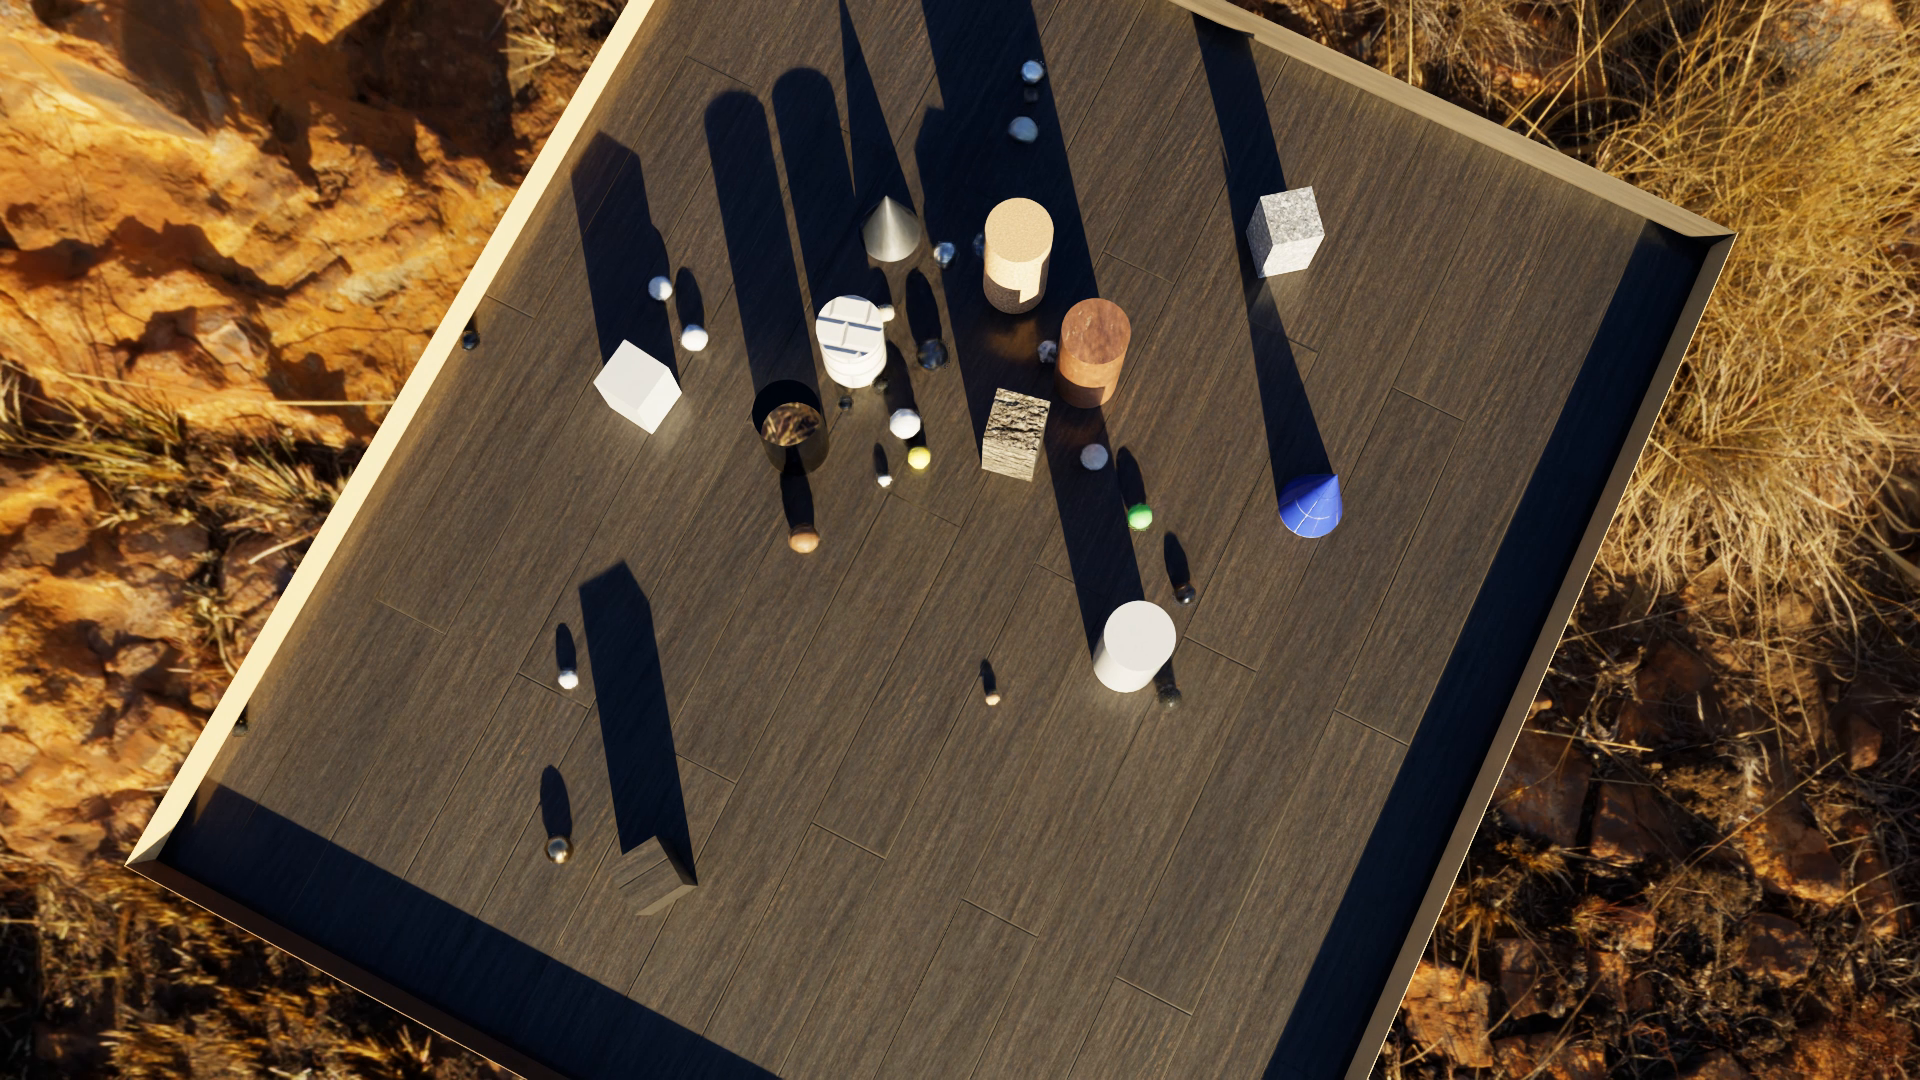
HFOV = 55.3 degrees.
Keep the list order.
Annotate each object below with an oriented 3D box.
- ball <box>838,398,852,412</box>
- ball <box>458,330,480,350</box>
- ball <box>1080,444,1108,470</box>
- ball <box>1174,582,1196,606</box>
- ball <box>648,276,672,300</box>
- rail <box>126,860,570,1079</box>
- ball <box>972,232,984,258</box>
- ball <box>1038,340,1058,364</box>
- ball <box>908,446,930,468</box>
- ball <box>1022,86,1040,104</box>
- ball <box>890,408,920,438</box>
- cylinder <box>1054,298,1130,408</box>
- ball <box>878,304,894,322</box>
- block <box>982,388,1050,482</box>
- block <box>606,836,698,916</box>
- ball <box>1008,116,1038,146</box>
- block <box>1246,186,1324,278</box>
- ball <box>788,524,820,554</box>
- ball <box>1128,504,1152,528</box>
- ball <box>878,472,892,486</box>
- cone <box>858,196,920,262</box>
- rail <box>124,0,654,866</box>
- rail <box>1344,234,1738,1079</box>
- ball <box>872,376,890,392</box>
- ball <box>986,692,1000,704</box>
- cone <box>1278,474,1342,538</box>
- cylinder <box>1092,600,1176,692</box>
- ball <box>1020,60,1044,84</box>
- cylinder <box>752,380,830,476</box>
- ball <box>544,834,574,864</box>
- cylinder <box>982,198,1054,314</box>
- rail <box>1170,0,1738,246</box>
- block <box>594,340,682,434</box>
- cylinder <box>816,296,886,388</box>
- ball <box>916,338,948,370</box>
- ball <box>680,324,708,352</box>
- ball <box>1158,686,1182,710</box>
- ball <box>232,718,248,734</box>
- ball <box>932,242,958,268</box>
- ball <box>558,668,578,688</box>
[{"bbox_3d":[-0.355,-0.420,5.682,0.043,0.043,0.043,0,78,0],"label":"ball"},{"bbox_3d":[-1.532,-0.623,5.712,0.066,0.066,0.066,0,78,0],"label":"ball"},{"bbox_3d":[0.411,-0.255,5.627,0.082,0.082,0.082,0,78,0],"label":"ball"},{"bbox_3d":[0.682,0.164,5.548,0.067,0.067,0.067,0,78,0],"label":"ball"},{"bbox_3d":[-0.939,-0.788,5.741,0.076,0.076,0.076,0,78,0],"label":"ball"},{"bbox_3d":[-0.859,1.689,5.200,3.454,0.130,0.045,26,80,5],"label":"rail"},{"bbox_3d":[0.083,-0.928,5.765,0.086,0.086,0.086,0,78,0],"label":"ball"},{"bbox_3d":[0.277,-0.585,5.701,0.072,0.072,0.072,0,78,0],"label":"ball"},{"bbox_3d":[-0.126,-0.254,5.634,0.070,0.070,0.070,0,78,0],"label":"ball"},{"bbox_3d":[0.228,-1.426,5.883,0.056,0.056,0.056,0,78,0],"label":"ball"},{"bbox_3d":[-0.170,-0.359,5.642,0.095,0.095,0.095,0,78,0],"label":"ball"},{"bbox_3d":[0.391,-0.553,5.495,0.200,0.463,0.200,0,78,0],"label":"cylinder"},{"bbox_3d":[-0.232,-0.712,5.736,0.055,0.055,0.055,0,78,0],"label":"ball"},{"bbox_3d":[0.165,-0.312,5.498,0.160,0.358,0.160,15,79,3],"label":"block"},{"bbox_3d":[-0.883,0.967,5.269,0.160,0.288,0.160,-31,80,-6],"label":"block"},{"bbox_3d":[0.201,-1.304,5.839,0.093,0.093,0.093,0,78,0],"label":"ball"},{"bbox_3d":[1.002,-0.948,5.666,0.160,0.288,0.160,-12,79,-2],"label":"block"},{"bbox_3d":[-0.474,-0.005,5.571,0.092,0.092,0.092,0,78,0],"label":"ball"},{"bbox_3d":[0.549,-0.074,5.593,0.076,0.076,0.076,0,78,0],"label":"ball"},{"bbox_3d":[-0.233,-0.187,5.634,0.041,0.041,0.041,0,78,0],"label":"ball"},{"bbox_3d":[-0.223,-1.009,5.671,0.200,0.302,0.200,0,78,0],"label":"cone"},{"bbox_3d":[-1.523,-0.739,5.702,0.045,0.130,3.888,26,80,5],"label":"rail"},{"bbox_3d":[1.523,0.753,5.394,0.045,0.130,3.888,26,80,5],"label":"rail"},{"bbox_3d":[-0.246,-0.483,5.691,0.050,0.050,0.050,0,78,0],"label":"ball"},{"bbox_3d":[0.098,0.474,5.497,0.041,0.041,0.041,0,78,0],"label":"ball"},{"bbox_3d":[1.078,-0.147,5.438,0.200,0.409,0.200,0,78,0],"label":"cone"},{"bbox_3d":[0.499,0.314,5.314,0.200,0.466,0.200,0,78,0],"label":"cylinder"},{"bbox_3d":[0.231,-1.503,5.890,0.073,0.073,0.073,0,78,0],"label":"ball"},{"bbox_3d":[-0.504,-0.333,5.497,0.200,0.369,0.200,0,78,0],"label":"cylinder"},{"bbox_3d":[-1.178,0.909,5.386,0.084,0.084,0.084,0,78,0],"label":"ball"},{"bbox_3d":[0.172,-0.855,5.559,0.200,0.460,0.200,0,78,0],"label":"cylinder"},{"bbox_3d":[0.859,-1.675,5.896,3.454,0.130,0.045,26,80,5],"label":"rail"},{"bbox_3d":[-0.978,-0.463,5.575,0.160,0.270,0.160,33,80,6],"label":"block"},{"bbox_3d":[-0.328,-0.602,5.588,0.200,0.300,0.200,0,78,0],"label":"cylinder"},{"bbox_3d":[-0.085,-0.575,5.685,0.100,0.100,0.100,0,78,0],"label":"ball"},{"bbox_3d":[-0.827,-0.629,5.704,0.083,0.083,0.083,0,78,0],"label":"ball"},{"bbox_3d":[0.628,0.472,5.481,0.074,0.074,0.074,0,78,0],"label":"ball"},{"bbox_3d":[-2.154,0.558,5.477,0.047,0.047,0.047,0,78,0],"label":"ball"},{"bbox_3d":[-0.044,-0.896,5.761,0.082,0.082,0.082,0,78,0],"label":"ball"},{"bbox_3d":[-1.175,0.416,5.500,0.059,0.059,0.059,0,78,0],"label":"ball"}]
